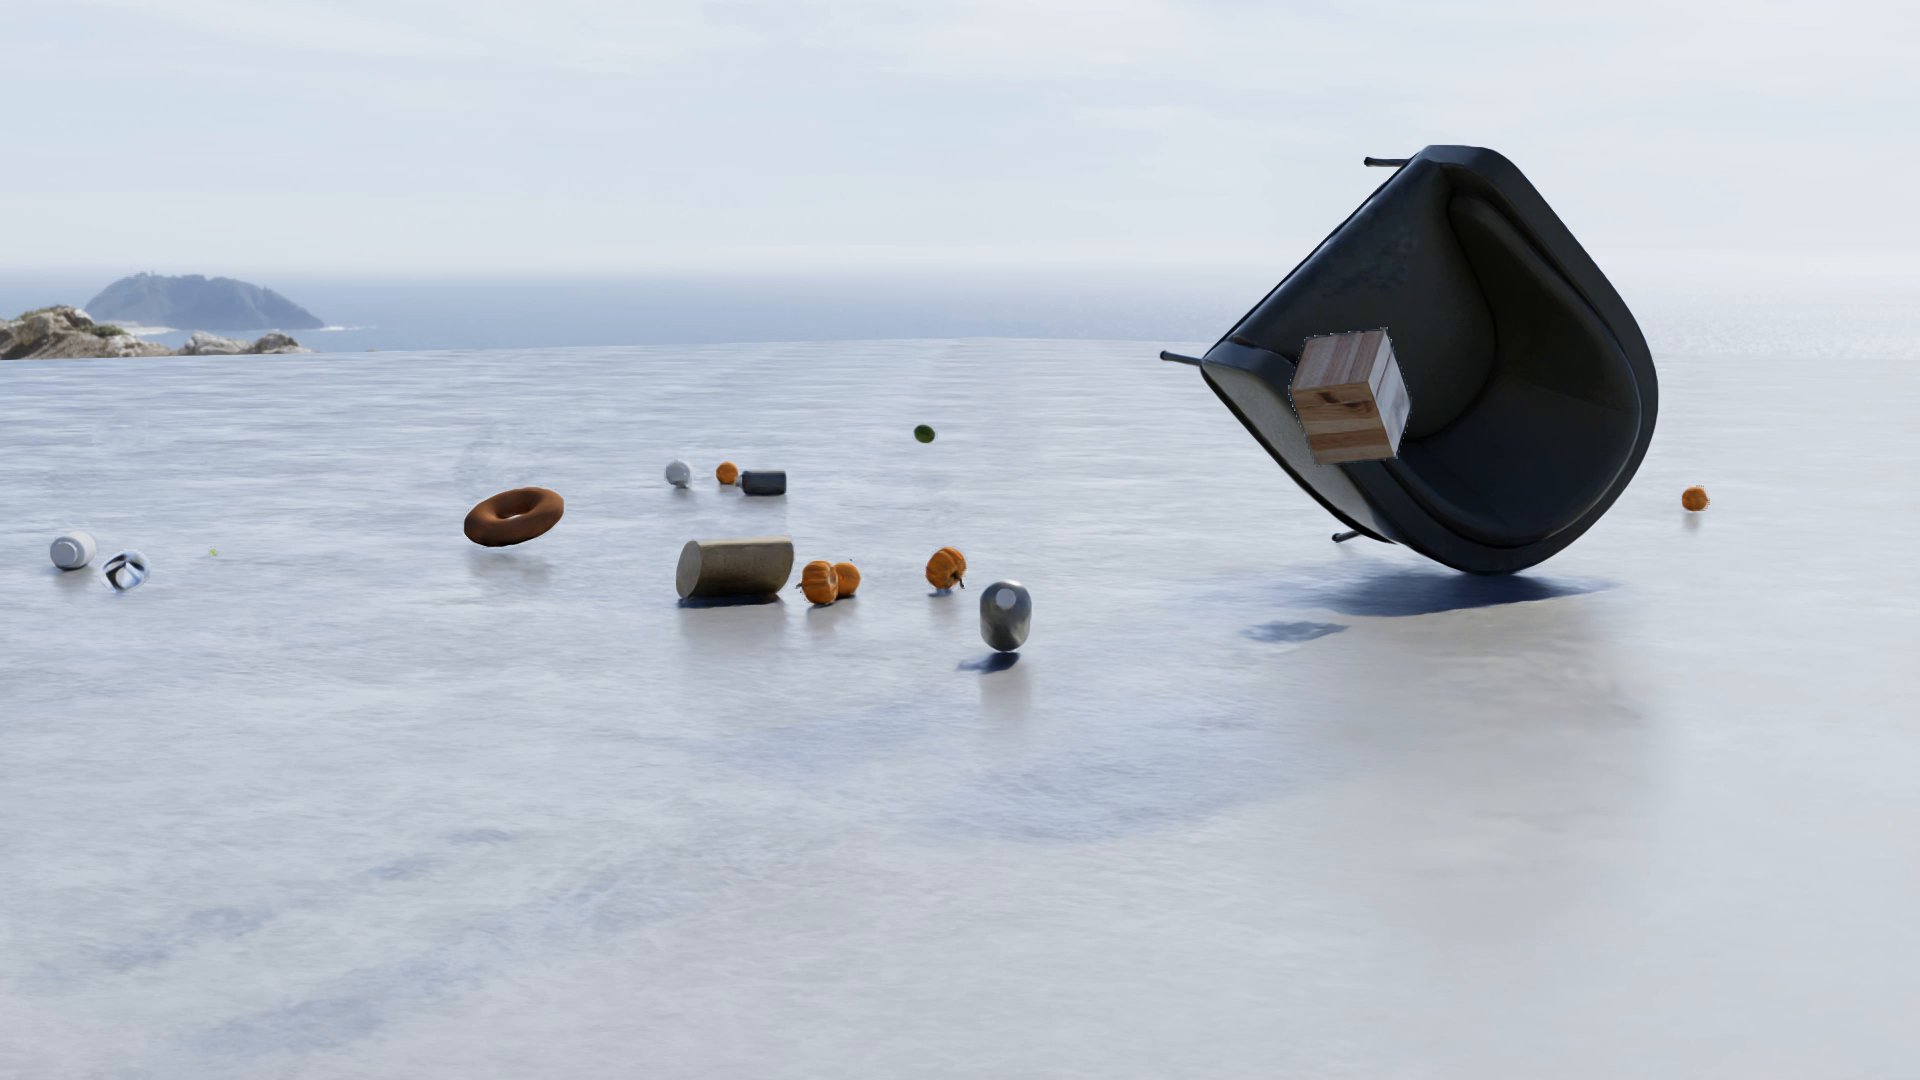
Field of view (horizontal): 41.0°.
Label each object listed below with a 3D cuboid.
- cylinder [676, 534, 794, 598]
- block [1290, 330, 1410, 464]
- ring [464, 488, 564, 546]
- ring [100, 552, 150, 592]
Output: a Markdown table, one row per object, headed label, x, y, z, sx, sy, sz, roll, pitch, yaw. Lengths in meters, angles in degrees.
| label | x | y | z | sx | sy | sz | roll | pitch | yaw |
| --- | --- | --- | --- | --- | --- | --- | --- | --- | --- |
| cylinder | -0.463 | 0.054 | 5.265 | 0.201 | 0.098 | 0.170 | -3 | -29 | -27 |
| block | 0.775 | -0.283 | 5.085 | 0.161 | 0.190 | 0.165 | -5 | 39 | 28 |
| ring | -1.079 | -0.056 | 6.213 | 0.259 | 0.065 | 0.172 | -21 | 41 | -27 |
| ring | -1.744 | 0.067 | 5.354 | 0.138 | 0.057 | 0.090 | -8 | 35 | 46 |
